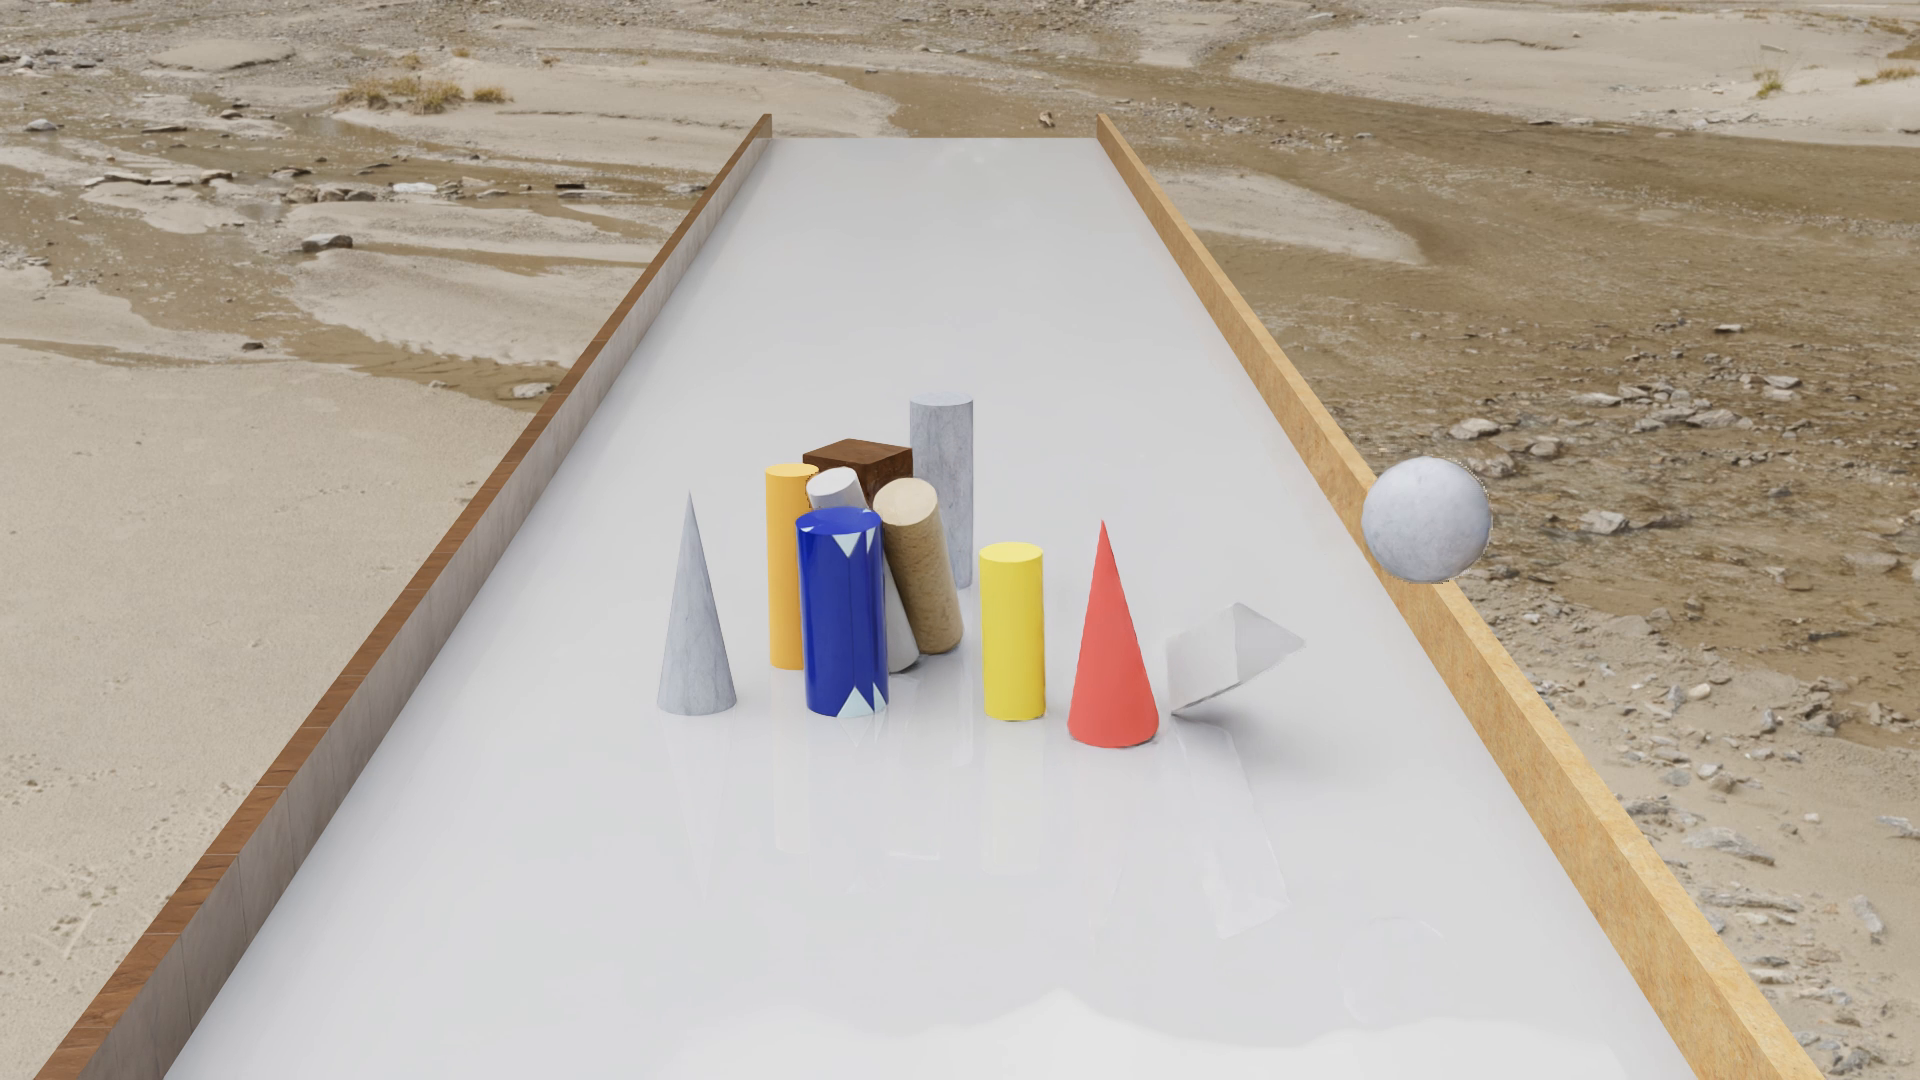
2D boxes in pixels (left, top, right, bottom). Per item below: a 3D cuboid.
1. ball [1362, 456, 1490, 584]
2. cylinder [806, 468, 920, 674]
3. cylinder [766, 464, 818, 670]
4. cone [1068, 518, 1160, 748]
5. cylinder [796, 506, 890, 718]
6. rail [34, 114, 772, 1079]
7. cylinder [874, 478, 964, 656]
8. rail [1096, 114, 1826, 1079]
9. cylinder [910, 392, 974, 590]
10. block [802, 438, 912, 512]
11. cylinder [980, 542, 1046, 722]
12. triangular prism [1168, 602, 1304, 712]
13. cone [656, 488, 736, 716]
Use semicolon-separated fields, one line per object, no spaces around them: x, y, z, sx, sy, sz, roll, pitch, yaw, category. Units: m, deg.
0.807;-0.035;3.810;0.219;0.219;0.219;0;17;0;ball
-0.187;0.062;4.271;0.100;0.418;0.100;-14;29;8;cylinder
-0.328;0.053;4.353;0.104;0.397;0.104;0;17;0;cylinder
0.266;0.147;3.943;0.170;0.424;0.170;-4;27;2;cone
-0.219;0.135;4.125;0.160;0.361;0.160;-2;19;1;cylinder
-1.118;-0.838;7.780;0.050;0.150;12.000;0;17;-1;rail
-0.078;0.056;4.335;0.123;0.397;0.123;-5;48;6;cylinder
0.932;-0.844;7.801;0.050;0.150;12.000;0;17;-1;rail
-0.040;-0.107;4.850;0.138;0.420;0.138;0;17;0;cylinder
-0.215;-0.016;4.657;0.165;0.355;0.165;10;19;31;block
0.099;0.170;4.096;0.116;0.313;0.116;-2;19;1;cylinder
0.462;0.199;3.951;0.141;0.122;0.414;-31;-4;-15;triangular prism
-0.501;0.106;4.131;0.151;0.422;0.151;0;17;0;cone
